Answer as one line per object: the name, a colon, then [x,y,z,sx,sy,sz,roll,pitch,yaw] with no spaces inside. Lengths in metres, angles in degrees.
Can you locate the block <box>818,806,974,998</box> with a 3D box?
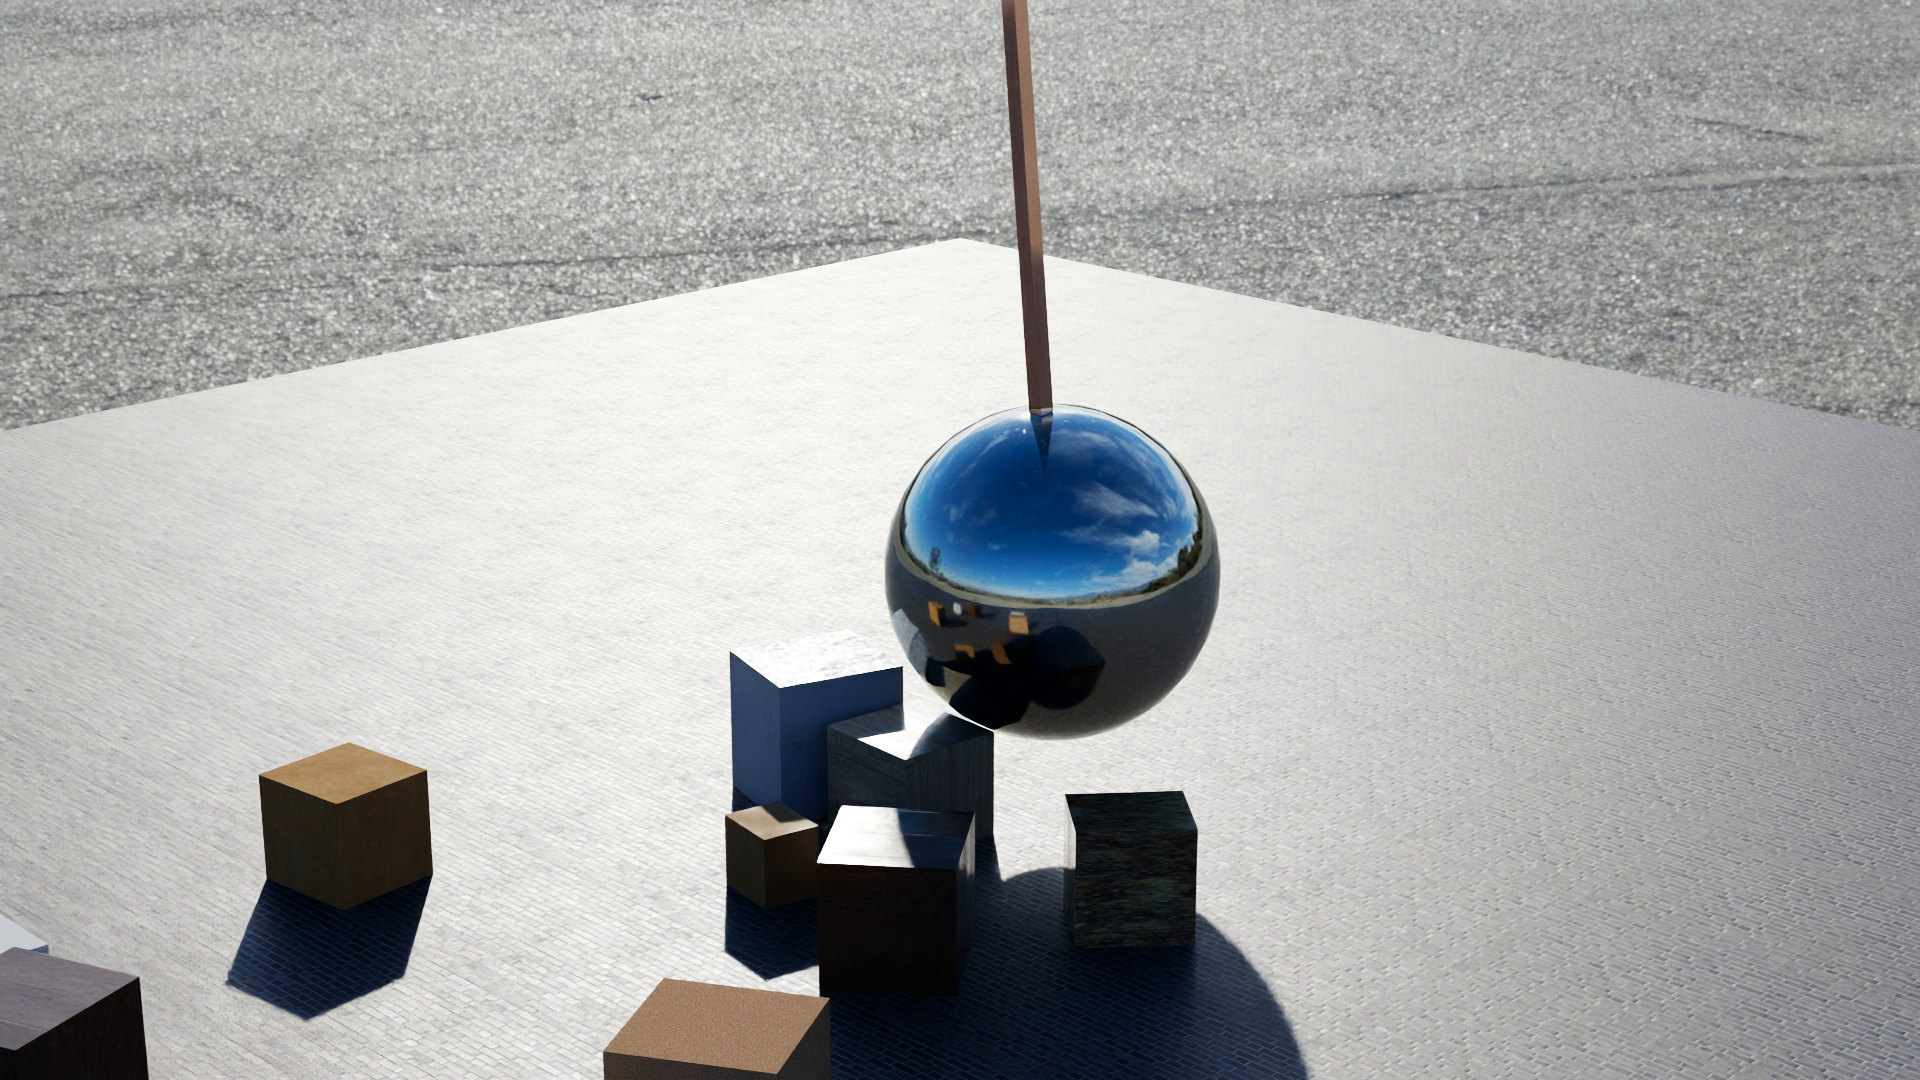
block: [-0.264,1.533,12.502,0.582,0.579,0.617,2,18,7]

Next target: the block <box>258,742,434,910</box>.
block: [-2.796,1.297,13.364,0.548,0.512,0.520,14,22,37]

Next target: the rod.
rod: [0.188,-3.002,12.595,0.080,5.200,0.080,17,30,42]

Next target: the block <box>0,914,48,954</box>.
block: [-3.992,1.822,11.858,0.459,0.413,0.457,-16,24,-42]

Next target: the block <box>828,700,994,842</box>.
block: [-0.233,1.136,13.857,0.543,0.523,0.574,-15,23,-39]

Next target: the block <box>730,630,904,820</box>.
block: [-0.699,0.906,14.285,0.650,0.705,0.596,-9,20,-26]

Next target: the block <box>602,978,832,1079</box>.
block: [-0.882,2.056,10.798,0.658,0.603,0.617,5,18,14]

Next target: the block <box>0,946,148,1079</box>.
block: [-3.536,1.986,11.054,0.618,0.583,0.666,8,19,24]

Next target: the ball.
ball: [0.433,0.151,13.844,1.600,1.600,1.600,0,17,0]

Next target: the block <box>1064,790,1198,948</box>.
block: [0.742,1.441,12.851,0.527,0.545,0.433,-1,17,-4]

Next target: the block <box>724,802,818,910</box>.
block: [-0.849,1.423,13.250,0.283,0.340,0.349,-12,21,-32]
